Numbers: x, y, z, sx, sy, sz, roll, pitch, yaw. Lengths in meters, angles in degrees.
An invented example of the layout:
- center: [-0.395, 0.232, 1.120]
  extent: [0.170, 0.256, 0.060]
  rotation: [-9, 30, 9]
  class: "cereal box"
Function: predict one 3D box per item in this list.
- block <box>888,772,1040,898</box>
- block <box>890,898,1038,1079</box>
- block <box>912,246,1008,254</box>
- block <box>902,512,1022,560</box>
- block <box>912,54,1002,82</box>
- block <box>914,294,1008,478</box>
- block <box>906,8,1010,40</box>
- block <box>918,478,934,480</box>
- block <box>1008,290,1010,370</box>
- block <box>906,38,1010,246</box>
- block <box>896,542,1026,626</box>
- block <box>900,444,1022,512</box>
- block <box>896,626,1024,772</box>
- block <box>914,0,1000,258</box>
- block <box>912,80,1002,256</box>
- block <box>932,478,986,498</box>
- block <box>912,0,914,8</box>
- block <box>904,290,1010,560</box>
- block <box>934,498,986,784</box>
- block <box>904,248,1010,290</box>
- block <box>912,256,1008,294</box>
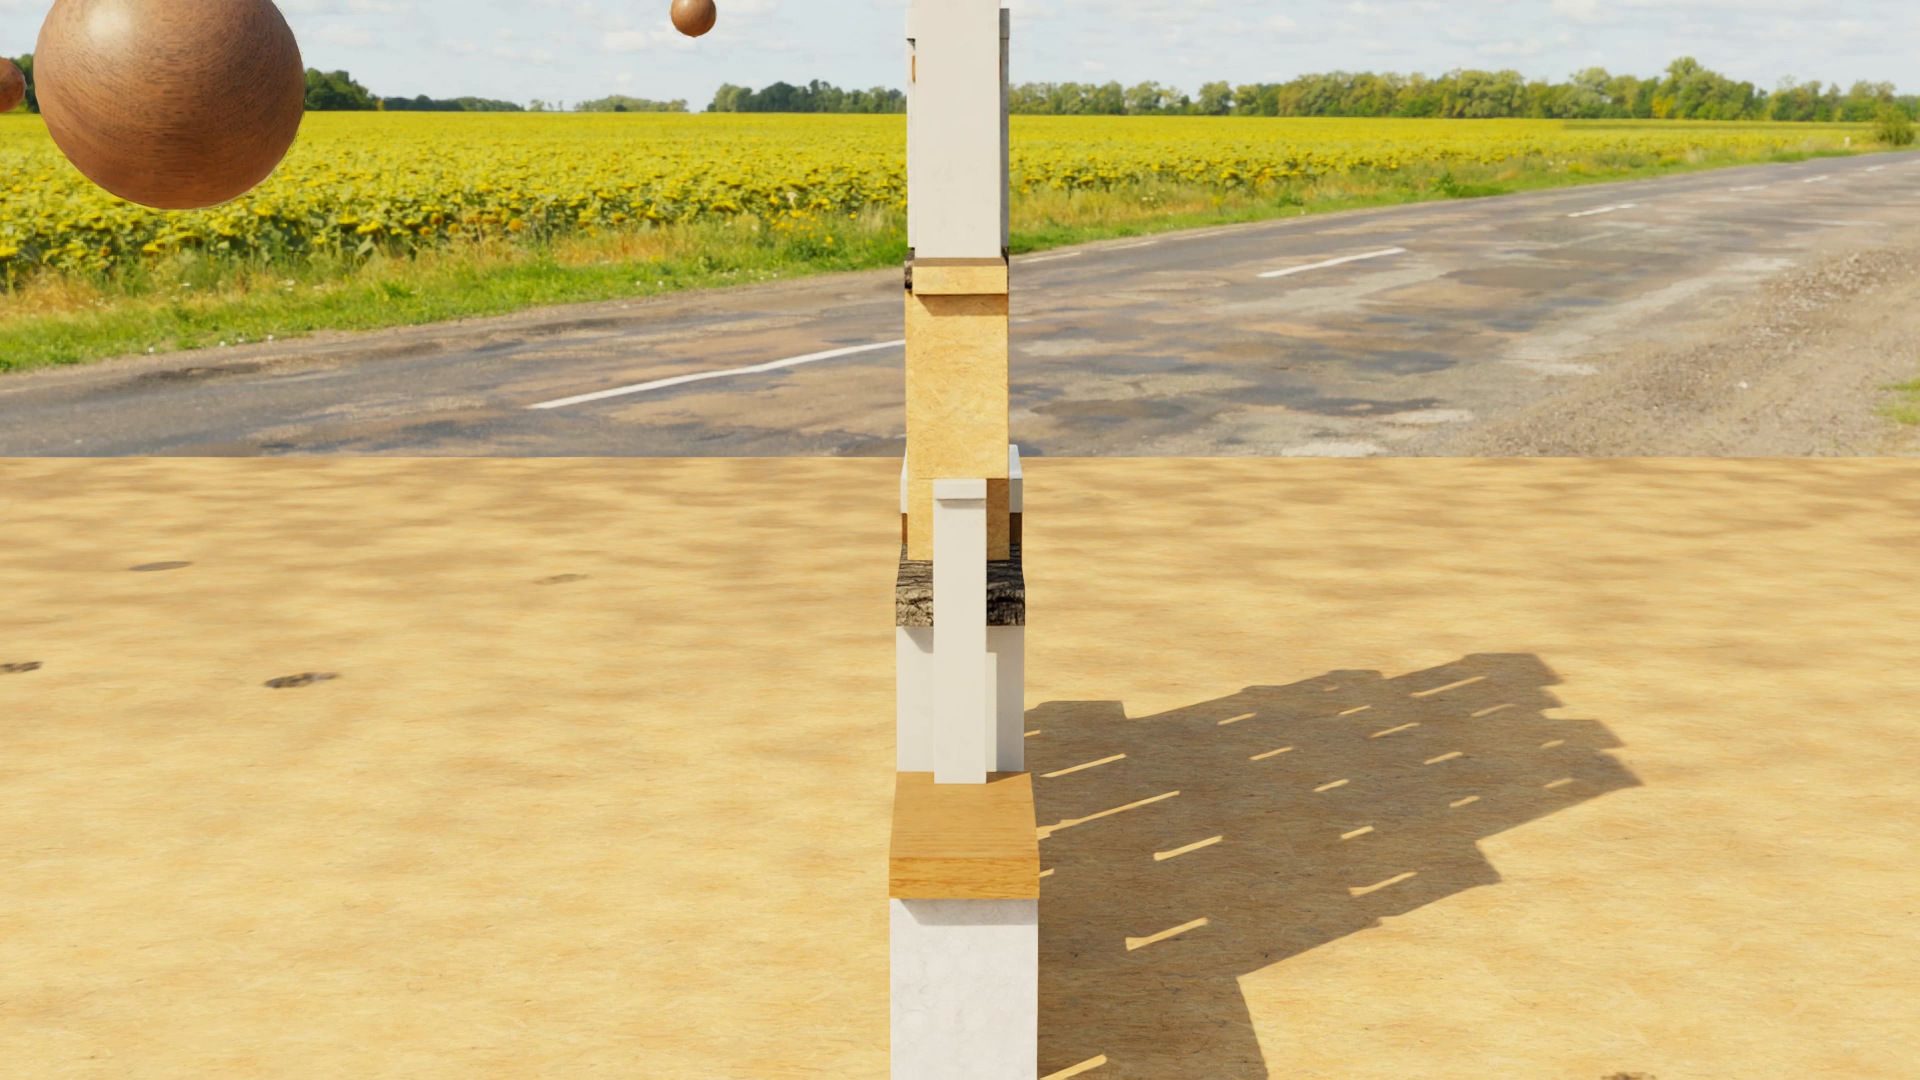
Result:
- center: [0.005, 0.368, 2.777]
  extent: [0.178, 0.050, 0.356]
  rotation: [0, 11, 0]
  class: "block"
- center: [0.005, 0.589, 2.697]
  extent: [0.178, 0.356, 0.050]
  rotation: [0, 11, 0]
  class: "block"
- center: [0.001, -0.447, 3.447]
  extent: [0.146, 0.041, 0.292]
  rotation: [0, 10, 0]
  class: "block"
- center: [0.003, 0.212, 3.350]
  extent: [0.180, 0.534, 0.051]
  rotation: [0, 10, 0]
  class: "block"
- center: [-0.004, -0.658, 3.084]
  extent: [0.120, 0.034, 0.240]
  rotation: [-1, 10, 0]
  class: "block"
- center: [0.001, -0.201, 2.839]
  extent: [0.120, 0.239, 0.034]
  rotation: [0, 10, 0]
  class: "block"
- center: [-0.003, -0.778, 3.344]
  extent: [0.151, 0.043, 0.302]
  rotation: [0, 10, 0]
  class: "block"
- center: [0.000, -0.217, 2.998]
  extent: [0.120, 0.265, 0.034]
  rotation: [0, 10, 0]
  class: "block"
- center: [0.002, -0.266, 3.381]
  extent: [0.146, 0.292, 0.041]
  rotation: [0, 10, 0]
  class: "block"
- center: [-0.002, -0.590, 3.276]
  extent: [0.151, 0.302, 0.043]
  rotation: [0, 10, 0]
  class: "block"
- center: [0.001, 0.059, 3.081]
  extent: [0.172, 0.049, 0.344]
  rotation: [0, 10, 0]
  class: "block"
- center: [0.003, -0.098, 3.415]
  extent: [0.180, 0.051, 0.359]
  rotation: [0, 10, 0]
  class: "block"
- center: [0.001, 0.402, 3.028]
  extent: [0.172, 0.605, 0.049]
  rotation: [0, 11, 0]
  class: "block"
- center: [-0.003, -0.627, 2.946]
  extent: [0.112, 0.492, 0.032]
  rotation: [0, 11, 0]
  class: "block"
- center: [-0.003, -0.509, 3.030]
  extent: [0.120, 0.240, 0.034]
  rotation: [-1, 10, 0]
  class: "block"
- center: [0.000, -0.076, 2.874]
  extent: [0.068, 0.019, 0.136]
  rotation: [0, 11, 0]
  class: "block"
- center: [-0.007, -0.914, 3.676]
  extent: [0.149, 0.297, 0.042]
  rotation: [0, 11, 0]
  class: "block"
- center: [-0.003, -0.164, 3.102]
  extent: [0.144, 0.383, 0.041]
  rotation: [0, 10, 0]
  class: "block"
- center: [0.000, 0.131, 2.866]
  extent: [0.068, 0.383, 0.019]
  rotation: [0, 10, 0]
  class: "block"
- center: [-0.005, -0.390, 3.158]
  extent: [0.144, 0.041, 0.288]
  rotation: [-1, 10, 0]
  class: "block"
- center: [0.000, -0.350, 2.893]
  extent: [0.120, 0.034, 0.239]
  rotation: [0, 10, 0]
  class: "block"
